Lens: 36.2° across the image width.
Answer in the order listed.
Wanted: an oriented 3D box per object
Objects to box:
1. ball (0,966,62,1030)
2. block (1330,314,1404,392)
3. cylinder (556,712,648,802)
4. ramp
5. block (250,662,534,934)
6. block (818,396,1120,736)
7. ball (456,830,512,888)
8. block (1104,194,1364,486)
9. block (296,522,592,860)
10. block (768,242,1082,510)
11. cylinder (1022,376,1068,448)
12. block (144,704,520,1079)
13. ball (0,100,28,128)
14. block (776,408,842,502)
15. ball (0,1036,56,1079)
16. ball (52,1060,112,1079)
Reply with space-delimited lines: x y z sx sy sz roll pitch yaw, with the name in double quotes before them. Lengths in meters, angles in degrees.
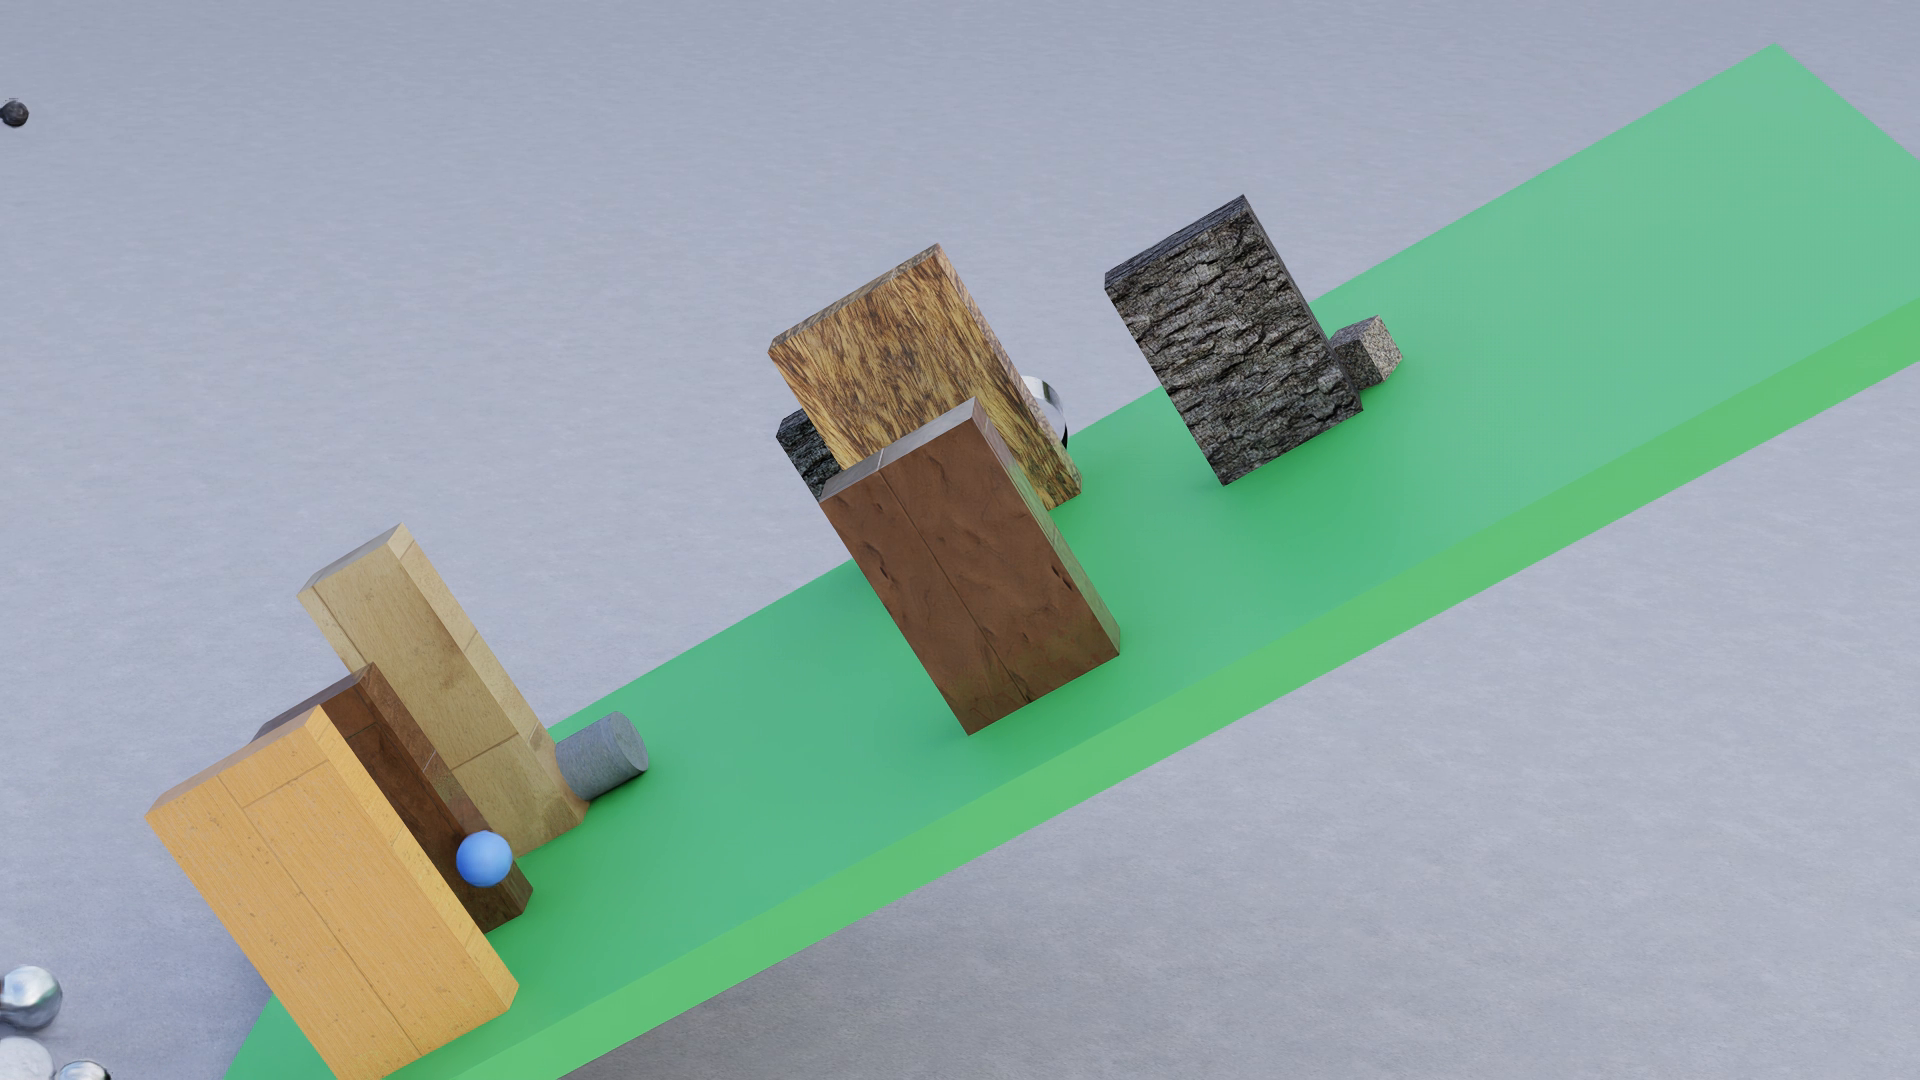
"ball" -2.151 1.058 6.792 0.149 0.149 0.149 0 19 0
"block" 0.849 -0.391 6.231 0.109 0.109 0.109 -20 19 40
"cylinder" -0.815 0.493 6.702 0.153 0.153 0.153 -29 15 13
"ramp" 0.142 0.168 6.287 4.000 0.100 2.000 -29 15 13
"block" -1.210 0.594 6.271 0.290 0.612 0.120 -29 15 13
"block" 0.023 0.052 5.628 0.337 0.546 0.142 -29 15 13
"ball" -0.997 0.668 6.163 0.117 0.117 0.117 0 19 0
"block" 0.569 -0.414 6.121 0.332 0.493 0.139 -29 15 13
"block" -1.151 0.356 6.603 0.246 0.772 0.143 -29 15 13
"block" -0.076 -0.286 6.730 0.443 0.644 0.125 -29 15 13
"cylinder" 0.152 -0.272 7.085 0.207 0.207 0.207 0 17 -1
"block" -1.225 0.710 5.759 0.385 0.697 0.105 -29 15 13
"ball" -5.431 -2.447 16.895 0.150 0.150 0.150 0 19 0
"block" -0.161 -0.194 7.072 0.393 0.411 0.145 -29 15 13
"ball" -2.065 1.173 6.425 0.173 0.173 0.173 0 19 0
"ball" -1.911 1.201 6.398 0.137 0.137 0.137 0 19 0
